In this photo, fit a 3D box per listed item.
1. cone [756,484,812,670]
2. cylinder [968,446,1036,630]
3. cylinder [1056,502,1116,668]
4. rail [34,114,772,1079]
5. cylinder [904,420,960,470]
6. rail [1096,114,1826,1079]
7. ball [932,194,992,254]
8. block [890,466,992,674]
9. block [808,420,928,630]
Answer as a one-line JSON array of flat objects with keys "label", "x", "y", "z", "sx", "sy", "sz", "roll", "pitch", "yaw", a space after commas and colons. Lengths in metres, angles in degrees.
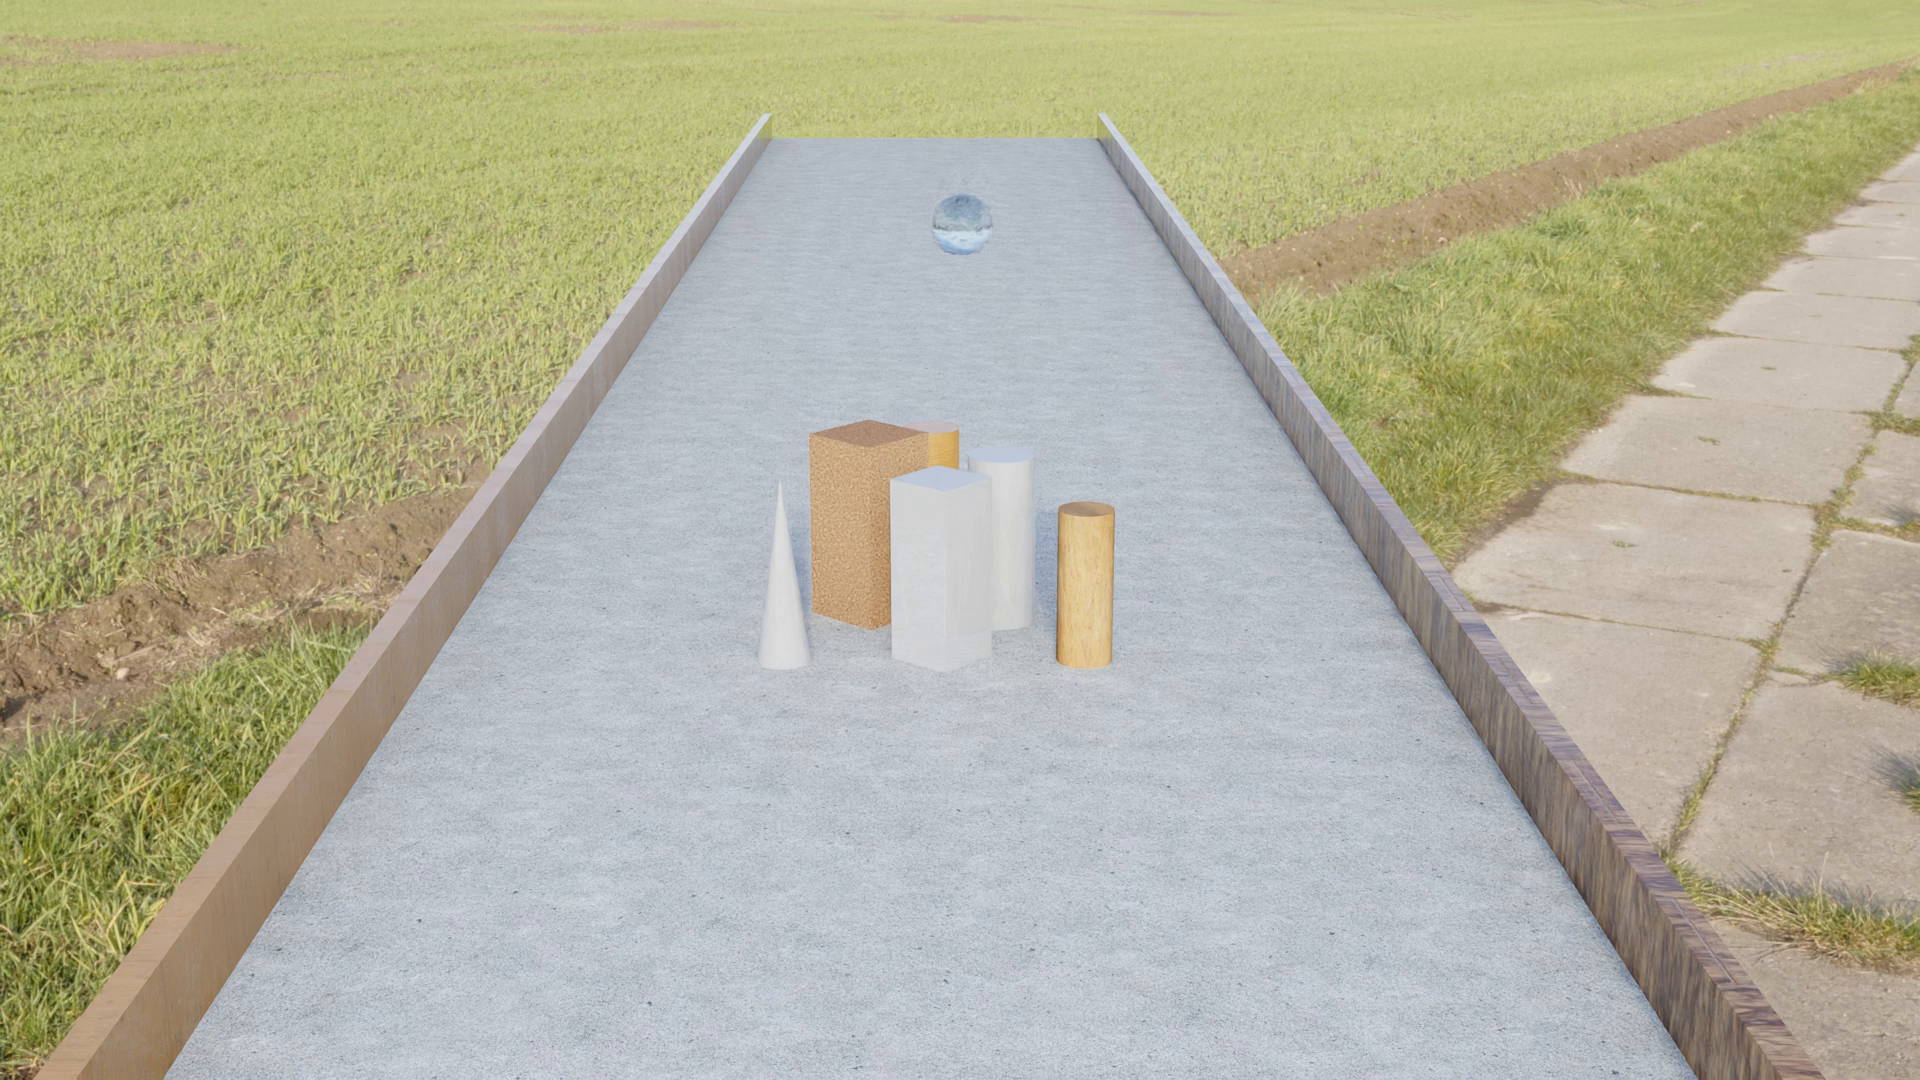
[{"label": "cone", "x": -0.353, "y": 0.059, "z": 4.361, "sx": 0.110, "sy": 0.380, "sz": 0.110, "roll": 0, "pitch": 17, "yaw": 0}, {"label": "cylinder", "x": 0.087, "y": -0.005, "z": 4.611, "sx": 0.143, "sy": 0.360, "sz": 0.143, "roll": 0, "pitch": 17, "yaw": 0}, {"label": "cylinder", "x": 0.249, "y": 0.089, "z": 4.377, "sx": 0.112, "sy": 0.313, "sz": 0.112, "roll": 0, "pitch": 17, "yaw": 0}, {"label": "rail", "x": -1.118, "y": -0.838, "z": 7.780, "sx": 0.050, "sy": 0.150, "sz": 12.000, "roll": 0, "pitch": 17, "yaw": -1}, {"label": "cylinder", "x": -0.064, "y": -0.081, "z": 4.888, "sx": 0.127, "sy": 0.348, "sz": 0.127, "roll": 0, "pitch": 17, "yaw": 0}, {"label": "rail", "x": 0.932, "y": -0.844, "z": 7.801, "sx": 0.050, "sy": 0.150, "sz": 12.000, "roll": 0, "pitch": 17, "yaw": -1}, {"label": "ball", "x": 0.010, "y": -1.327, "z": 9.240, "sx": 0.257, "sy": 0.257, "sz": 0.257, "roll": 0, "pitch": 17, "yaw": 0}, {"label": "block", "x": -0.037, "y": 0.056, "z": 4.384, "sx": 0.143, "sy": 0.372, "sz": 0.143, "roll": 13, "pitch": 21, "yaw": 38}, {"label": "block", "x": -0.191, "y": -0.035, "z": 4.656, "sx": 0.177, "sy": 0.393, "sz": 0.177, "roll": 15, "pitch": 22, "yaw": 40}]
